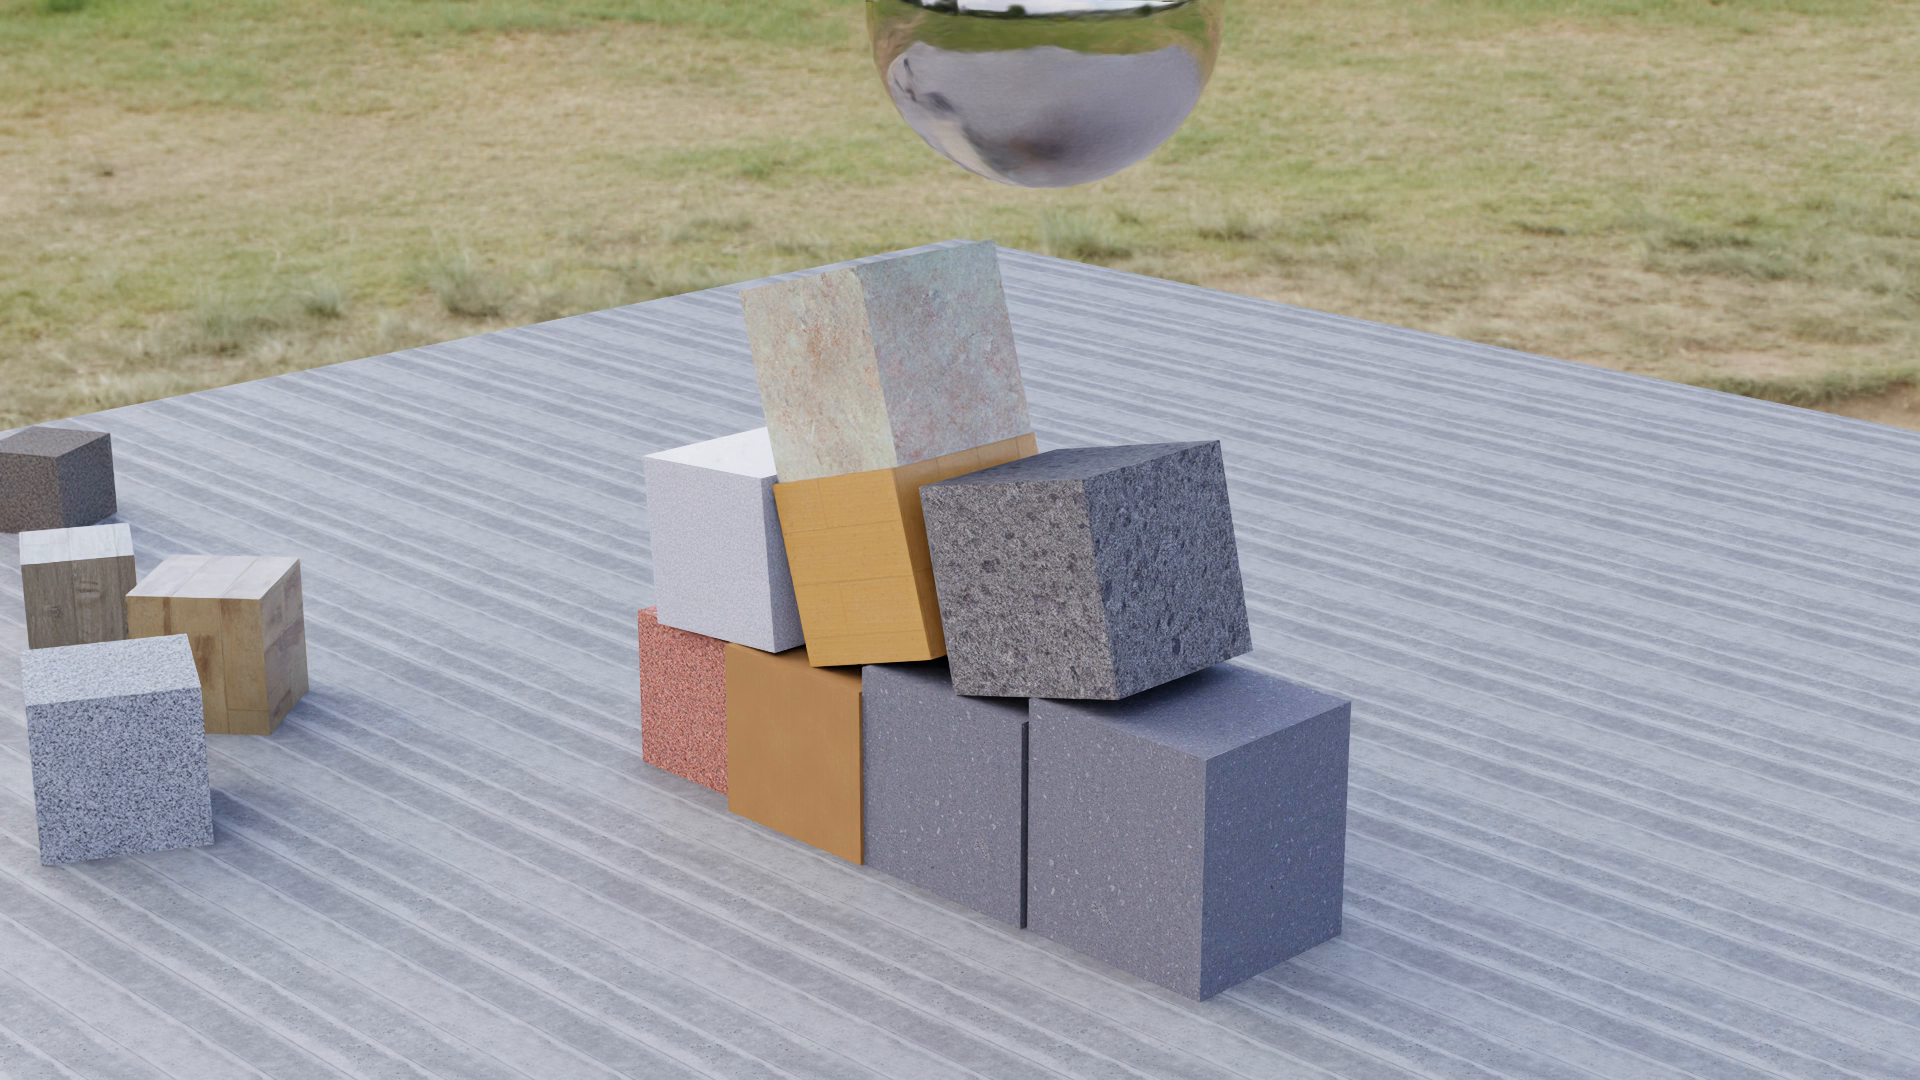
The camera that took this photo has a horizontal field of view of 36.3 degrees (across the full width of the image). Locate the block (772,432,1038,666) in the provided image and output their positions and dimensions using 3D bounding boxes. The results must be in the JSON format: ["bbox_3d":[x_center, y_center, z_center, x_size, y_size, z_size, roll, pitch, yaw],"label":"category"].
[{"bbox_3d":[-0.176,0.046,13.561,0.890,0.866,0.856,-16,7,-41],"label":"block"}]

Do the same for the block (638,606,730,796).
[{"bbox_3d":[-1.048,0.735,14.668,0.798,0.802,0.767,17,24,42],"label":"block"}]

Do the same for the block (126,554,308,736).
[{"bbox_3d":[-3.884,0.543,15.380,0.700,0.743,0.696,1,17,4],"label":"block"}]

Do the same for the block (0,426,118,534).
[{"bbox_3d":[-5.794,-0.372,18.644,0.568,0.531,0.597,5,18,16],"label":"block"}]

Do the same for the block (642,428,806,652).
[{"bbox_3d":[-0.871,-0.032,14.243,0.901,0.840,0.901,-16,18,-41],"label":"block"}]

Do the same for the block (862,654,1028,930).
[{"bbox_3d":[0.258,1.041,13.417,1.001,0.968,0.985,17,24,42],"label":"block"}]

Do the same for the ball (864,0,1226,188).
[{"bbox_3d":[0.375,-2.362,12.993,1.600,1.600,1.600,0,17,0],"label":"ball"}]

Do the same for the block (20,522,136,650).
[{"bbox_3d":[-4.978,0.273,16.588,0.604,0.533,0.637,-5,18,-17],"label":"block"}]

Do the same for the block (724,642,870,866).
[{"bbox_3d":[-0.444,0.897,14.070,0.929,0.852,0.978,17,24,42],"label":"block"}]

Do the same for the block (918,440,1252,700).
[{"bbox_3d":[0.548,0.126,12.801,0.867,0.936,1.004,-17,10,-42],"label":"block"}]

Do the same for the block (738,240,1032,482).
[{"bbox_3d":[-0.343,-0.820,13.495,0.831,0.903,0.869,-16,7,-41],"label":"block"}]

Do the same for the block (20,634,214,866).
[{"bbox_3d":[-4.004,0.980,13.909,0.778,0.789,0.786,-6,18,-18],"label":"block"}]

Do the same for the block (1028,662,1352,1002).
[{"bbox_3d":[0.984,1.203,12.706,0.952,1.086,0.995,-17,24,-42],"label":"block"}]
